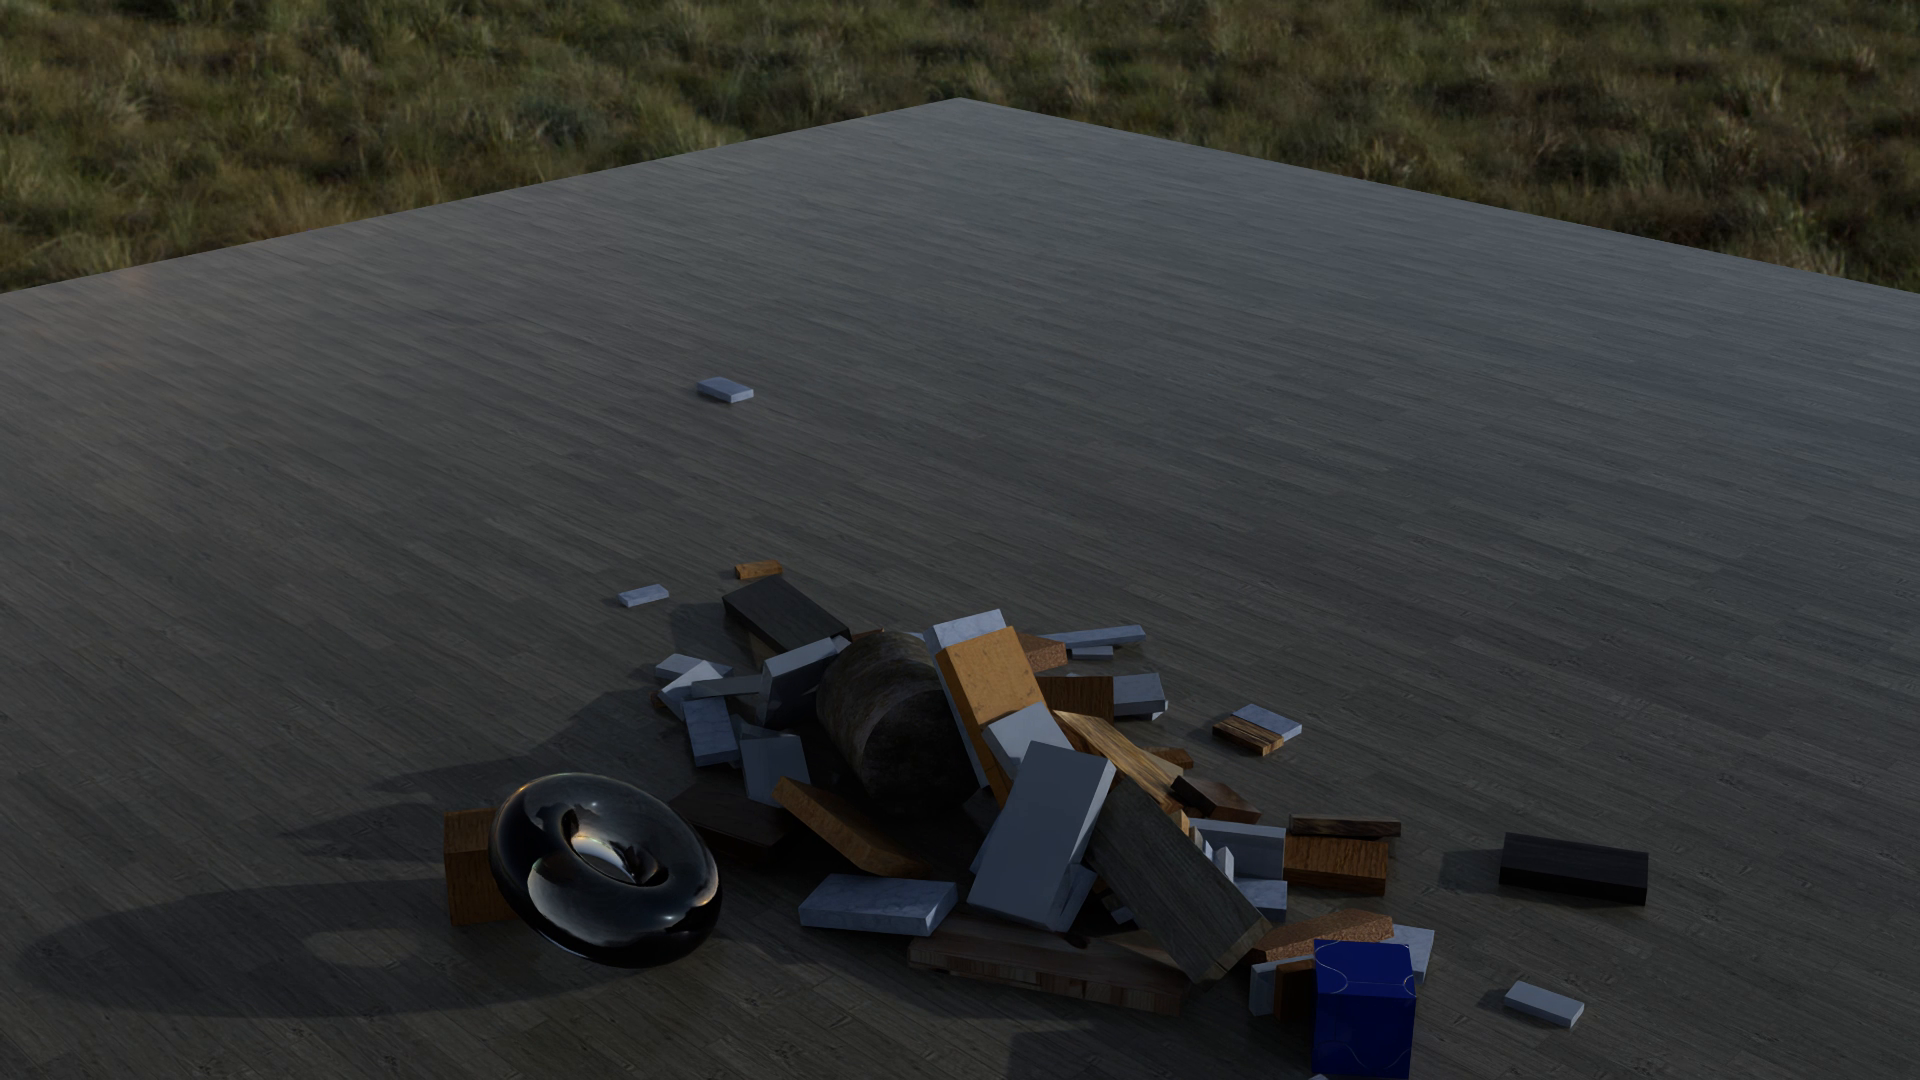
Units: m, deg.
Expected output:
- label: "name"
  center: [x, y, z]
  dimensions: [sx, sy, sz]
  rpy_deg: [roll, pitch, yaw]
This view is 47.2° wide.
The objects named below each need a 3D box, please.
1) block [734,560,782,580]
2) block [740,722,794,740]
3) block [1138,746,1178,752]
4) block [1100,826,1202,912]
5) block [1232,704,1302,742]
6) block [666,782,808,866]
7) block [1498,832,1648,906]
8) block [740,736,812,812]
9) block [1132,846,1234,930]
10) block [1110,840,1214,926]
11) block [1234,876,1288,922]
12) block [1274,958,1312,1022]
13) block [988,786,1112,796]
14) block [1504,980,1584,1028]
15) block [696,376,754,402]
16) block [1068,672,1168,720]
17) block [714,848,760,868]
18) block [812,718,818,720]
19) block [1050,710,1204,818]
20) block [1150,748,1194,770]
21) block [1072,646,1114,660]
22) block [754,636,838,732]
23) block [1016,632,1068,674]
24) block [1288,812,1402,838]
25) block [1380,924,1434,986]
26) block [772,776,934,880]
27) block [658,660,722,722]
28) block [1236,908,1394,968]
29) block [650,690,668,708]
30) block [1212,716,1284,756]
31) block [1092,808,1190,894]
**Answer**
- label: "block"
  center: [-0.510, 0.074, 5.568]
  dimensions: [0.110, 0.016, 0.055]
  rpy_deg: [-8, 24, -19]
- label: "block"
  center: [-0.404, 0.423, 4.680]
  dimensions: [0.130, 0.018, 0.065]
  rpy_deg: [15, 13, -12]
- label: "block"
  center: [0.411, 0.486, 4.582]
  dimensions: [0.091, 0.026, 0.182]
  rpy_deg: [1, 23, 3]
- label: "block"
  center: [0.356, 0.609, 4.081]
  dimensions: [0.202, 0.029, 0.101]
  rpy_deg: [-30, 15, 16]
- label: "block"
  center: [0.667, 0.399, 4.795]
  dimensions: [0.070, 0.020, 0.140]
  rpy_deg: [-21, 31, -40]
- label: "block"
  center: [-0.450, 0.557, 4.331]
  dimensions: [0.273, 0.039, 0.136]
  rpy_deg: [13, 26, 28]
- label: "block"
  center: [1.180, 0.631, 4.226]
  dimensions: [0.269, 0.038, 0.135]
  rpy_deg: [7, 24, 16]
- label: "block"
  center: [-0.377, 0.492, 4.521]
  dimensions: [0.128, 0.036, 0.256]
  rpy_deg: [-3, 29, -11]
- label: "block"
  center: [0.413, 0.644, 4.073]
  dimensions: [0.198, 0.028, 0.099]
  rpy_deg: [-29, 15, 18]
- label: "block"
  center: [0.375, 0.634, 4.073]
  dimensions: [0.202, 0.029, 0.101]
  rpy_deg: [-29, 15, 17]
- label: "block"
  center: [0.510, 0.667, 4.108]
  dimensions: [0.198, 0.028, 0.099]
  rpy_deg: [4, 23, 8]
- label: "block"
  center: [0.643, 0.771, 3.817]
  dimensions: [0.198, 0.099, 0.028]
  rpy_deg: [-7, 24, -16]
- label: "block"
  center: [0.209, 0.514, 4.332]
  dimensions: [0.169, 0.048, 0.338]
  rpy_deg: [-17, 33, -29]
- label: "block"
  center: [1.018, 0.809, 3.833]
  dimensions: [0.121, 0.017, 0.061]
  rpy_deg: [15, 27, 32]
- label: "block"
  center: [-0.730, -0.468, 6.832]
  dimensions: [0.086, 0.024, 0.173]
  rpy_deg: [-20, 30, -39]
- label: "block"
  center: [0.337, 0.349, 4.913]
  dimensions: [0.251, 0.020, 0.070]
  rpy_deg: [15, 27, 31]
- label: "block"
  center: [-0.443, 0.586, 4.346]
  dimensions: [0.183, 0.026, 0.091]
  rpy_deg: [21, 30, 40]
- label: "block"
  center: [-0.345, 0.346, 4.910]
  dimensions: [0.095, 0.027, 0.191]
  rpy_deg: [-4, 23, -9]
- label: "block"
  center: [0.327, 0.454, 4.368]
  dimensions: [0.165, 0.047, 0.330]
  rpy_deg: [14, 20, -48]
- label: "block"
  center: [0.421, 0.462, 4.584]
  dimensions: [0.117, 0.017, 0.059]
  rpy_deg: [-6, 24, -14]
- label: "block"
  center: [0.308, 0.263, 5.125]
  dimensions: [0.094, 0.013, 0.047]
  rpy_deg: [1, 23, 2]
- label: "block"
  center: [-0.349, 0.314, 4.661]
  dimensions: [0.148, 0.295, 0.042]
  rpy_deg: [-19, 65, -20]
- label: "block"
  center: [0.080, 0.253, 4.926]
  dimensions: [0.169, 0.048, 0.338]
  rpy_deg: [-13, 10, -27]
- label: "block"
  center: [0.759, 0.563, 4.344]
  dimensions: [0.208, 0.029, 0.104]
  rpy_deg: [2, -1, 4]
- label: "block"
  center: [0.797, 0.742, 3.949]
  dimensions: [0.089, 0.025, 0.178]
  rpy_deg: [7, 16, 16]
- label: "block"
  center: [-0.211, 0.564, 4.263]
  dimensions: [0.166, 0.047, 0.331]
  rpy_deg: [26, 3, -41]
- label: "block"
  center: [-0.591, 0.334, 4.884]
  dimensions: [0.081, 0.023, 0.161]
  rpy_deg: [44, 38, 8]
- label: "block"
  center: [0.632, 0.718, 3.957]
  dimensions: [0.265, 0.037, 0.132]
  rpy_deg: [-10, 2, -23]
- label: "block"
  center: [-0.633, 0.349, 4.917]
  dimensions: [0.112, 0.016, 0.056]
  rpy_deg: [-9, 24, -19]
- label: "block"
  center: [0.621, 0.421, 4.742]
  dimensions: [0.070, 0.020, 0.139]
  rpy_deg: [-21, 31, -40]
- label: "block"
  center: [0.334, 0.581, 4.104]
  dimensions: [0.202, 0.029, 0.101]
  rpy_deg: [-30, 15, 15]
